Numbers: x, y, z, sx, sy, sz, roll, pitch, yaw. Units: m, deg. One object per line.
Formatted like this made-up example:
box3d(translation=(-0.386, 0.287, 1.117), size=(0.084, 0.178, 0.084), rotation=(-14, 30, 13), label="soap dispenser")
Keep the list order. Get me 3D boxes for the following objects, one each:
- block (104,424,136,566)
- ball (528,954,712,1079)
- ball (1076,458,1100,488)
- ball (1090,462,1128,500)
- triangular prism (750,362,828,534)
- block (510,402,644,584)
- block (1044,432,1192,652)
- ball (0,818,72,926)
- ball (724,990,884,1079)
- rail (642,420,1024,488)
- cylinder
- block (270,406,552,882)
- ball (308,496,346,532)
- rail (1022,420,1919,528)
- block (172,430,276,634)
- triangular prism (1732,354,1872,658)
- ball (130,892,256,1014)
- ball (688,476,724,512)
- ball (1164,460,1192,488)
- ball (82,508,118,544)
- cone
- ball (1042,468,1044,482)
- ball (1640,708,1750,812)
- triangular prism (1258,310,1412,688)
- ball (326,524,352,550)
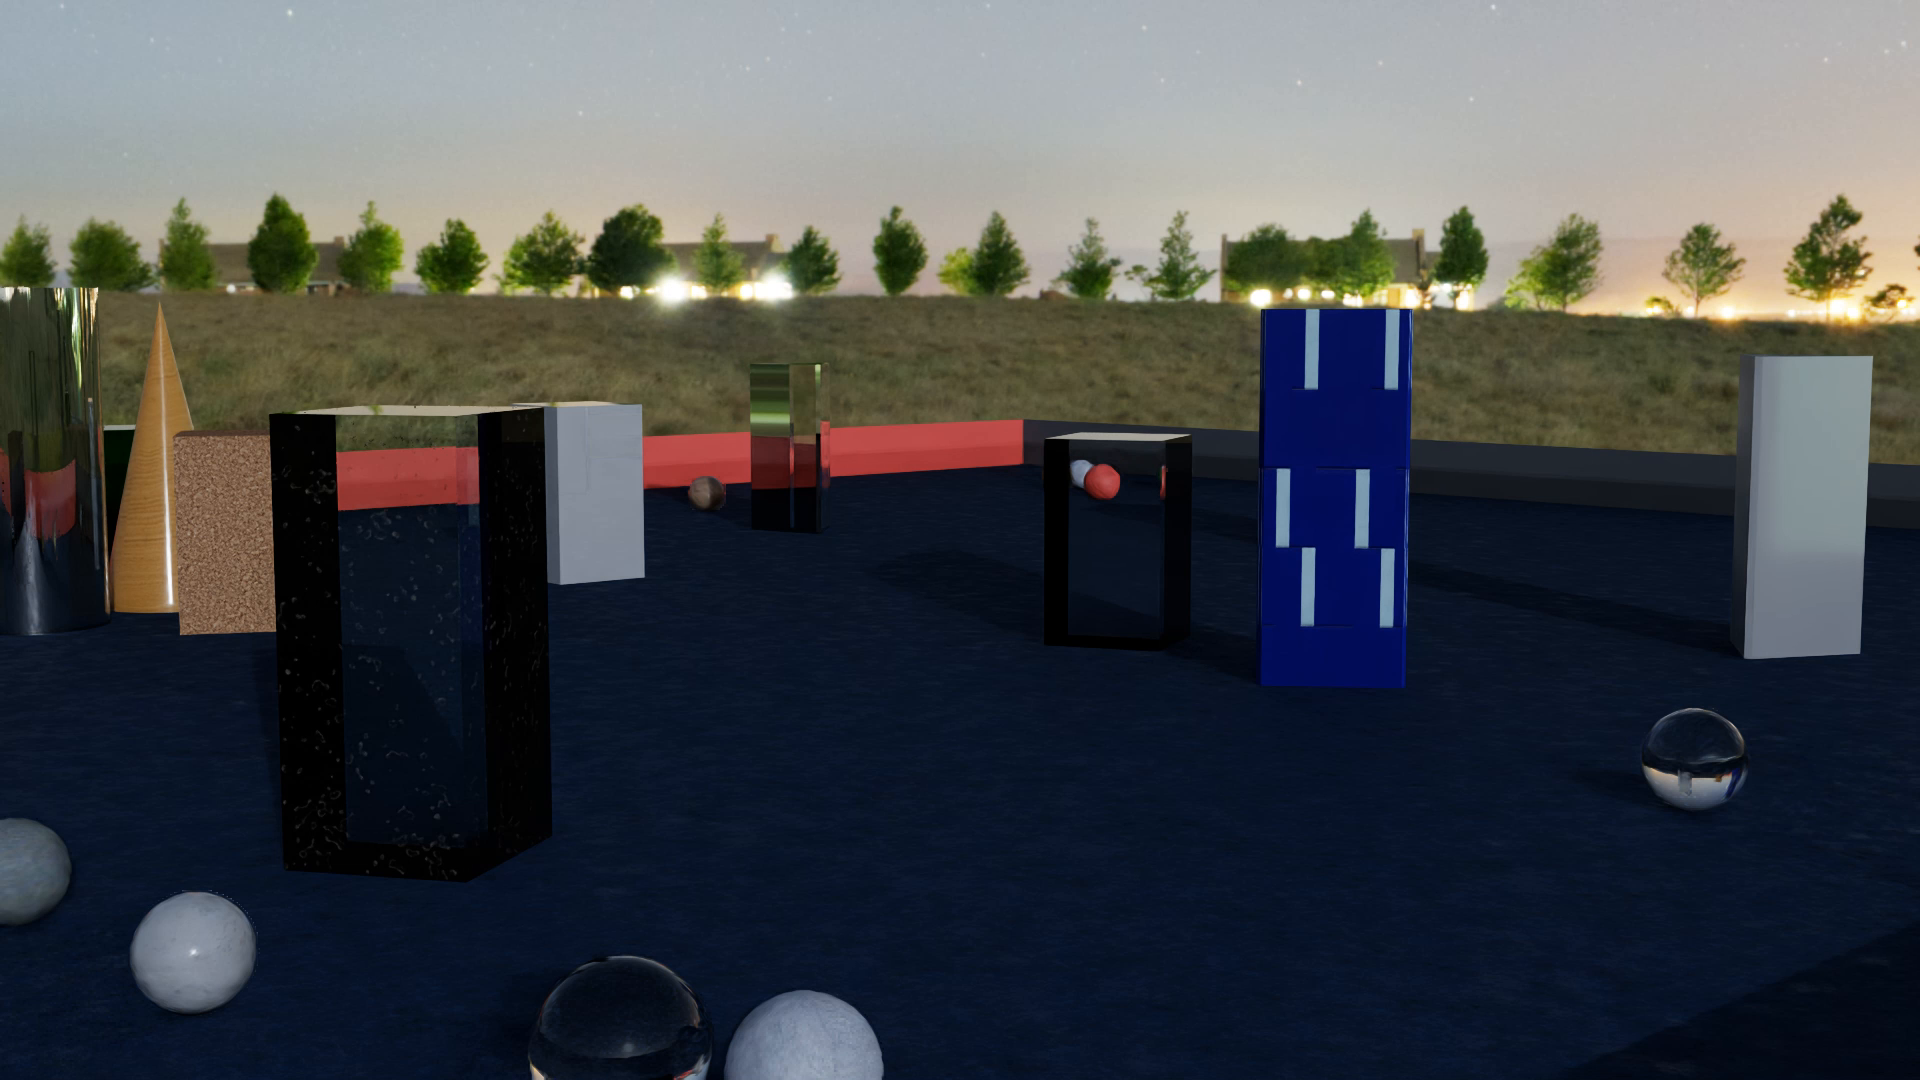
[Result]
box3d(translation=(-1.432, -0.074, 3.819), size=(0.159, 0.244, 0.159), rotation=(-4, 7, -31), label="block")
box3d(translation=(-0.183, 0.274, 1.187), size=(0.098, 0.098, 0.098), rotation=(0, 6, 0), label="ball")
box3d(translation=(0.321, -0.168, 5.539), size=(0.075, 0.075, 0.075), rotation=(0, 6, 0), label="ball")
box3d(translation=(0.352, -0.139, 5.202), size=(0.087, 0.087, 0.087), rotation=(0, 6, 0), label="ball")
box3d(translation=(-0.314, -0.191, 4.496), size=(0.172, 0.338, 0.149), rotation=(4, 7, 33), label="triangular prism")
box3d(translation=(-0.641, -0.083, 3.683), size=(0.159, 0.290, 0.159), rotation=(-5, 8, -39), label="block")
box3d(translation=(0.215, -0.002, 2.970), size=(0.159, 0.276, 0.159), rotation=(2, 6, 20), label="block")
box3d(translation=(-0.687, 0.241, 1.597), size=(0.078, 0.078, 0.078), rotation=(0, 6, 0), label="ball")
box3d(translation=(-0.083, 0.282, 1.170), size=(0.084, 0.084, 0.084), rotation=(0, 6, 0), label="ball")
box3d(translation=(-1.439, -0.128, 4.883), size=(4.461, 0.129, 0.045), rotation=(-5, 8, -42), label="rail")
box3d(translation=(-1.313, -0.116, 3.101), size=(0.199, 0.476, 0.199), rotation=(0, 6, 0), label="cylinder")
box3d(translation=(-0.443, 0.076, 1.795), size=(0.159, 0.365, 0.159), rotation=(1, 6, 14), label="block")
box3d(translation=(-1.282, -0.054, 4.454), size=(0.073, 0.073, 0.073), rotation=(0, 6, 0), label="ball")
box3d(translation=(1.622, -0.121, 4.820), size=(0.045, 0.129, 4.292), rotation=(-5, 8, -42), label="rail")
box3d(translation=(-1.019, -0.015, 3.115), size=(0.159, 0.274, 0.159), rotation=(-2, 6, -15), label="block")
box3d(translation=(1.072, -0.050, 2.899), size=(0.172, 0.387, 0.149), rotation=(-2, 6, -17), label="triangular prism")
box3d(translation=(-0.487, 0.263, 1.399), size=(0.077, 0.077, 0.077), rotation=(0, 6, 0), label="ball")
box3d(translation=(-0.564, -0.104, 4.894), size=(0.081, 0.081, 0.081), rotation=(0, 6, 0), label="ball")
box3d(translation=(0.549, -0.167, 5.545), size=(0.072, 0.072, 0.072), rotation=(0, 6, 0), label="ball")
box3d(translation=(-1.652, -0.028, 4.227), size=(0.069, 0.069, 0.069), rotation=(0, 6, 0), label="ball")
box3d(translation=(-1.203, -0.131, 3.328), size=(0.199, 0.460, 0.199), rotation=(0, 6, 0), label="cone")
box3d(translation=(0.244, -0.156, 5.342), size=(0.092, 0.092, 0.092), rotation=(0, 6, 0), label="ball")
box3d(translation=(0.655, 0.196, 1.961), size=(0.092, 0.092, 0.092), rotation=(0, 6, 0), label="ball")
box3d(translation=(0.450, -0.056, 2.668), size=(0.172, 0.447, 0.149), rotation=(1, 6, 7), label="triangular prism")
box3d(translation=(-1.157, -0.005, 4.098), size=(0.049, 0.049, 0.049), rotation=(0, 6, 0), label="ball")
